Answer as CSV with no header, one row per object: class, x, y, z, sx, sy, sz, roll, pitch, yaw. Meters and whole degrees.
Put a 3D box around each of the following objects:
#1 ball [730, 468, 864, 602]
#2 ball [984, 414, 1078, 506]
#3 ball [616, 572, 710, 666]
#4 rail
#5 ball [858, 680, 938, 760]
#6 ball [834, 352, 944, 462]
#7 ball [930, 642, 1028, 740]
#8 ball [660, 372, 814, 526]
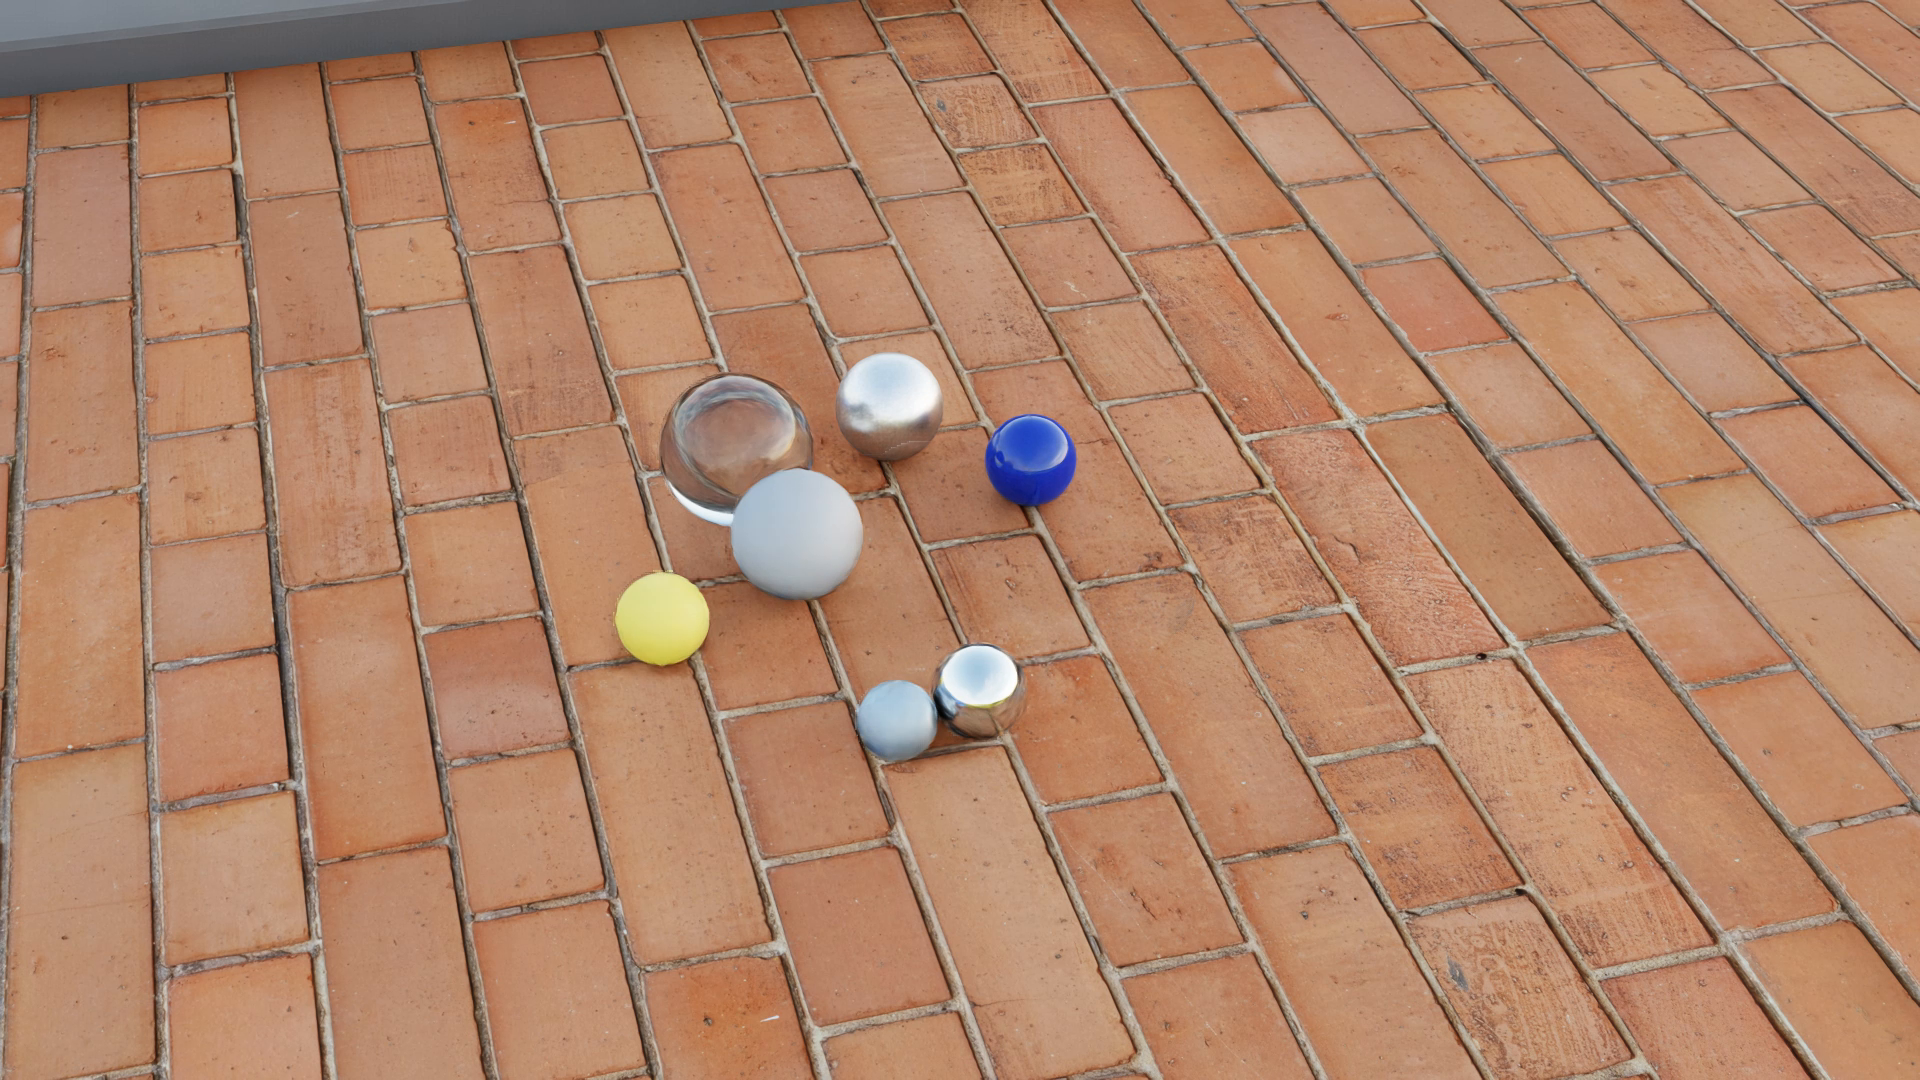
ball,-0.097,-0.003,1.525,0.079,0.079,0.079,0,36,0
ball,0.044,-0.050,1.607,0.058,0.058,0.058,0,36,0
ball,-0.172,0.046,1.480,0.054,0.054,0.054,0,36,0
rail,0.523,-0.606,2.312,3.059,0.123,0.045,-9,37,-12
ball,-0.034,0.099,1.414,0.045,0.045,0.045,0,36,0
ball,-0.045,-0.086,1.646,0.070,0.070,0.070,0,36,0
ball,0.011,0.084,1.427,0.054,0.054,0.054,0,36,0
ball,-0.138,-0.055,1.583,0.095,0.095,0.095,0,36,0
